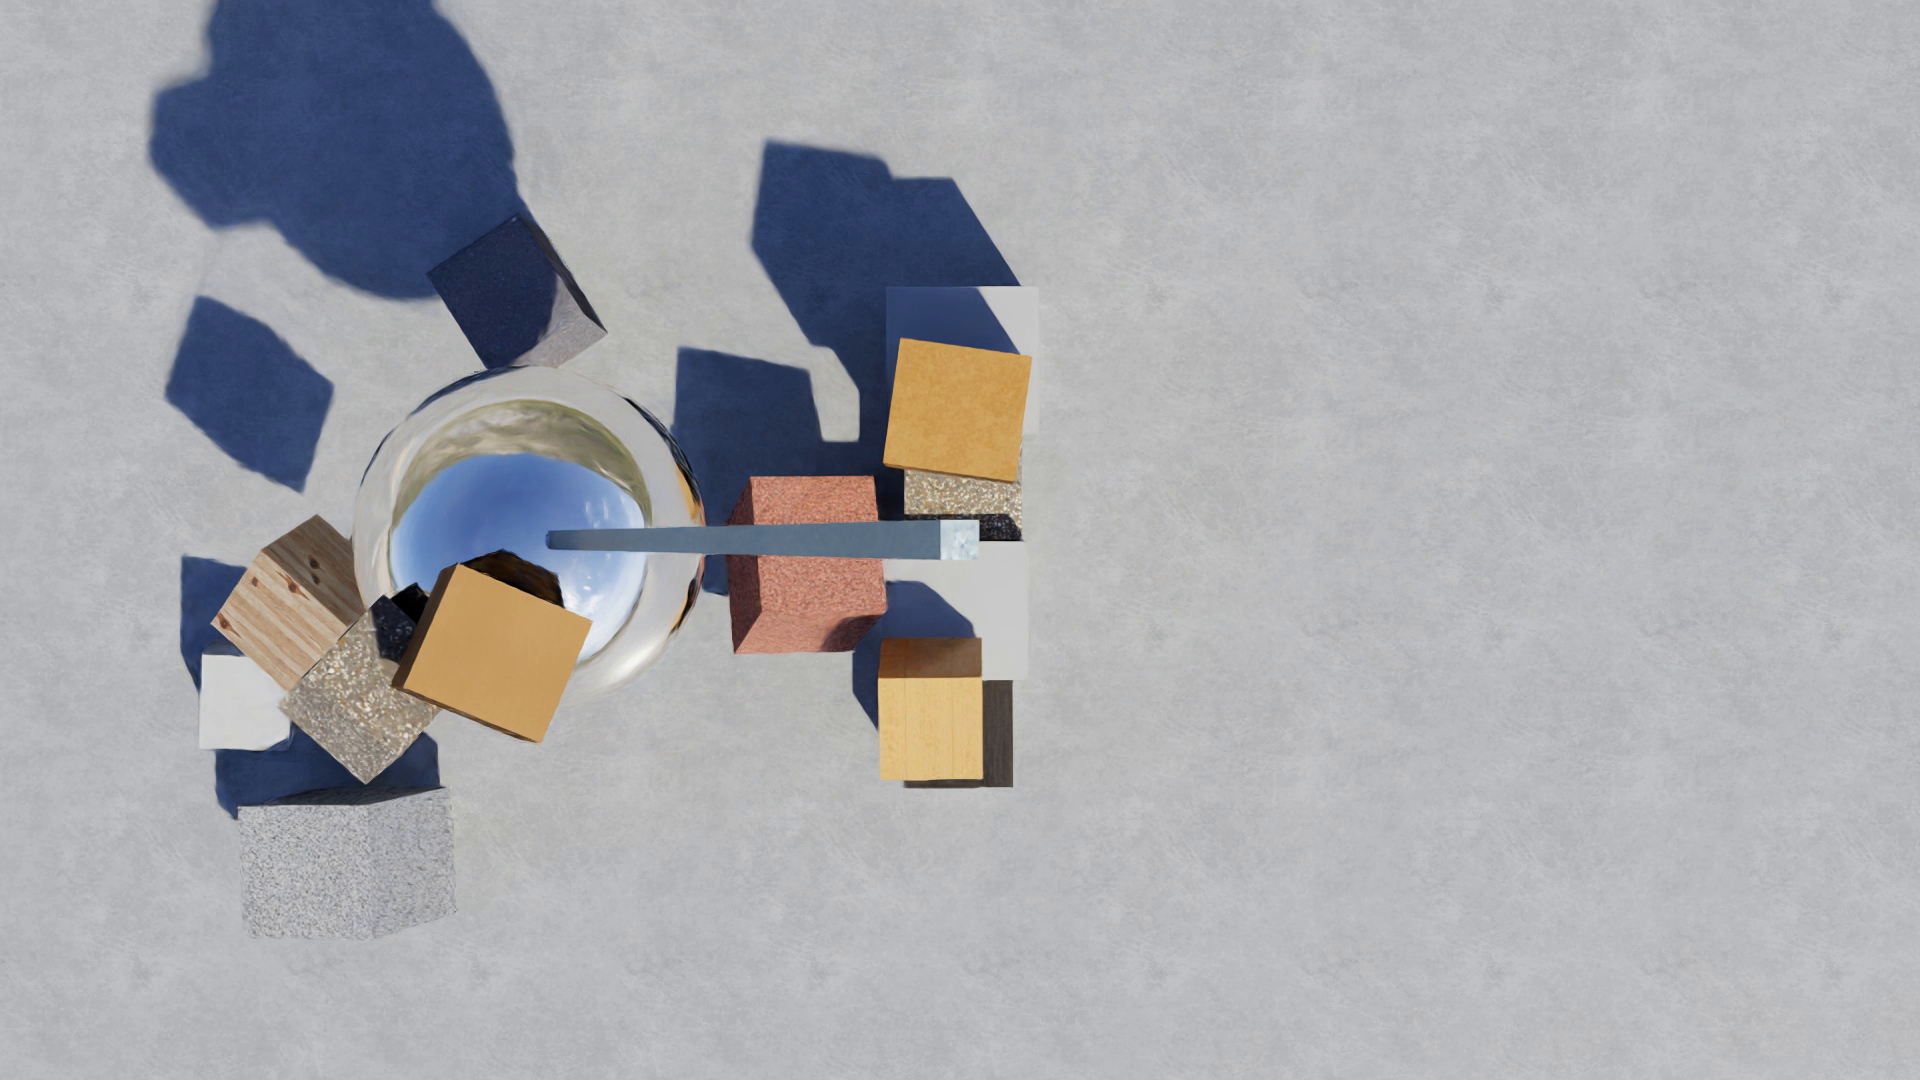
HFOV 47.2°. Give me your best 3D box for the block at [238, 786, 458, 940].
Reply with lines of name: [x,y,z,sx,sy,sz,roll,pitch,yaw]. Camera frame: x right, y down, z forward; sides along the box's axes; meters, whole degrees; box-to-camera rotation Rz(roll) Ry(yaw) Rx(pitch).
block: [-3.459,1.819,12.465,0.838,0.845,0.737,-3,90,19]

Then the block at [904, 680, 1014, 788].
block: [-0.009,1.093,12.696,0.617,0.607,0.606,0,90,0]

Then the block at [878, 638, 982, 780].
block: [-0.155,0.919,12.029,0.552,0.558,0.596,0,109,0]

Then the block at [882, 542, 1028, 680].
block: [-0.030,0.394,12.637,0.819,0.725,0.772,0,90,0]

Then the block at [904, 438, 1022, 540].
block: [0.019,-0.289,12.733,0.664,0.534,0.568,0,90,0]

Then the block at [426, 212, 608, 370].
block: [-2.532,-1.353,12.637,0.623,0.668,0.692,-33,85,0]

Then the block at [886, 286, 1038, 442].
block: [0.013,-0.988,12.544,0.838,0.912,0.811,0,90,0]

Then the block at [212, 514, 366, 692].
block: [-3.425,0.345,11.526,0.589,0.504,0.601,42,120,-1]

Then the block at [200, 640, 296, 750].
block: [-4.084,0.890,12.657,0.486,0.529,0.534,2,96,-13]

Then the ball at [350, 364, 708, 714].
ball: [-1.959,0.000,10.056,1.600,1.600,1.600,0,90,0]

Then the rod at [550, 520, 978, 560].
rod: [-0.849,0.000,6.843,0.080,5.200,0.080,0,90,-19]

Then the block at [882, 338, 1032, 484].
block: [-0.012,-0.676,11.741,0.691,0.695,0.655,8,90,0]

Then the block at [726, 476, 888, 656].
block: [-0.886,0.151,12.392,0.694,0.866,0.773,-1,72,-17]

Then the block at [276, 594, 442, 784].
block: [-2.515,0.645,9.441,0.510,0.494,0.498,44,55,-10]

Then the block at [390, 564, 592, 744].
block: [-1.921,0.468,8.993,0.586,0.526,0.531,25,78,-17]
